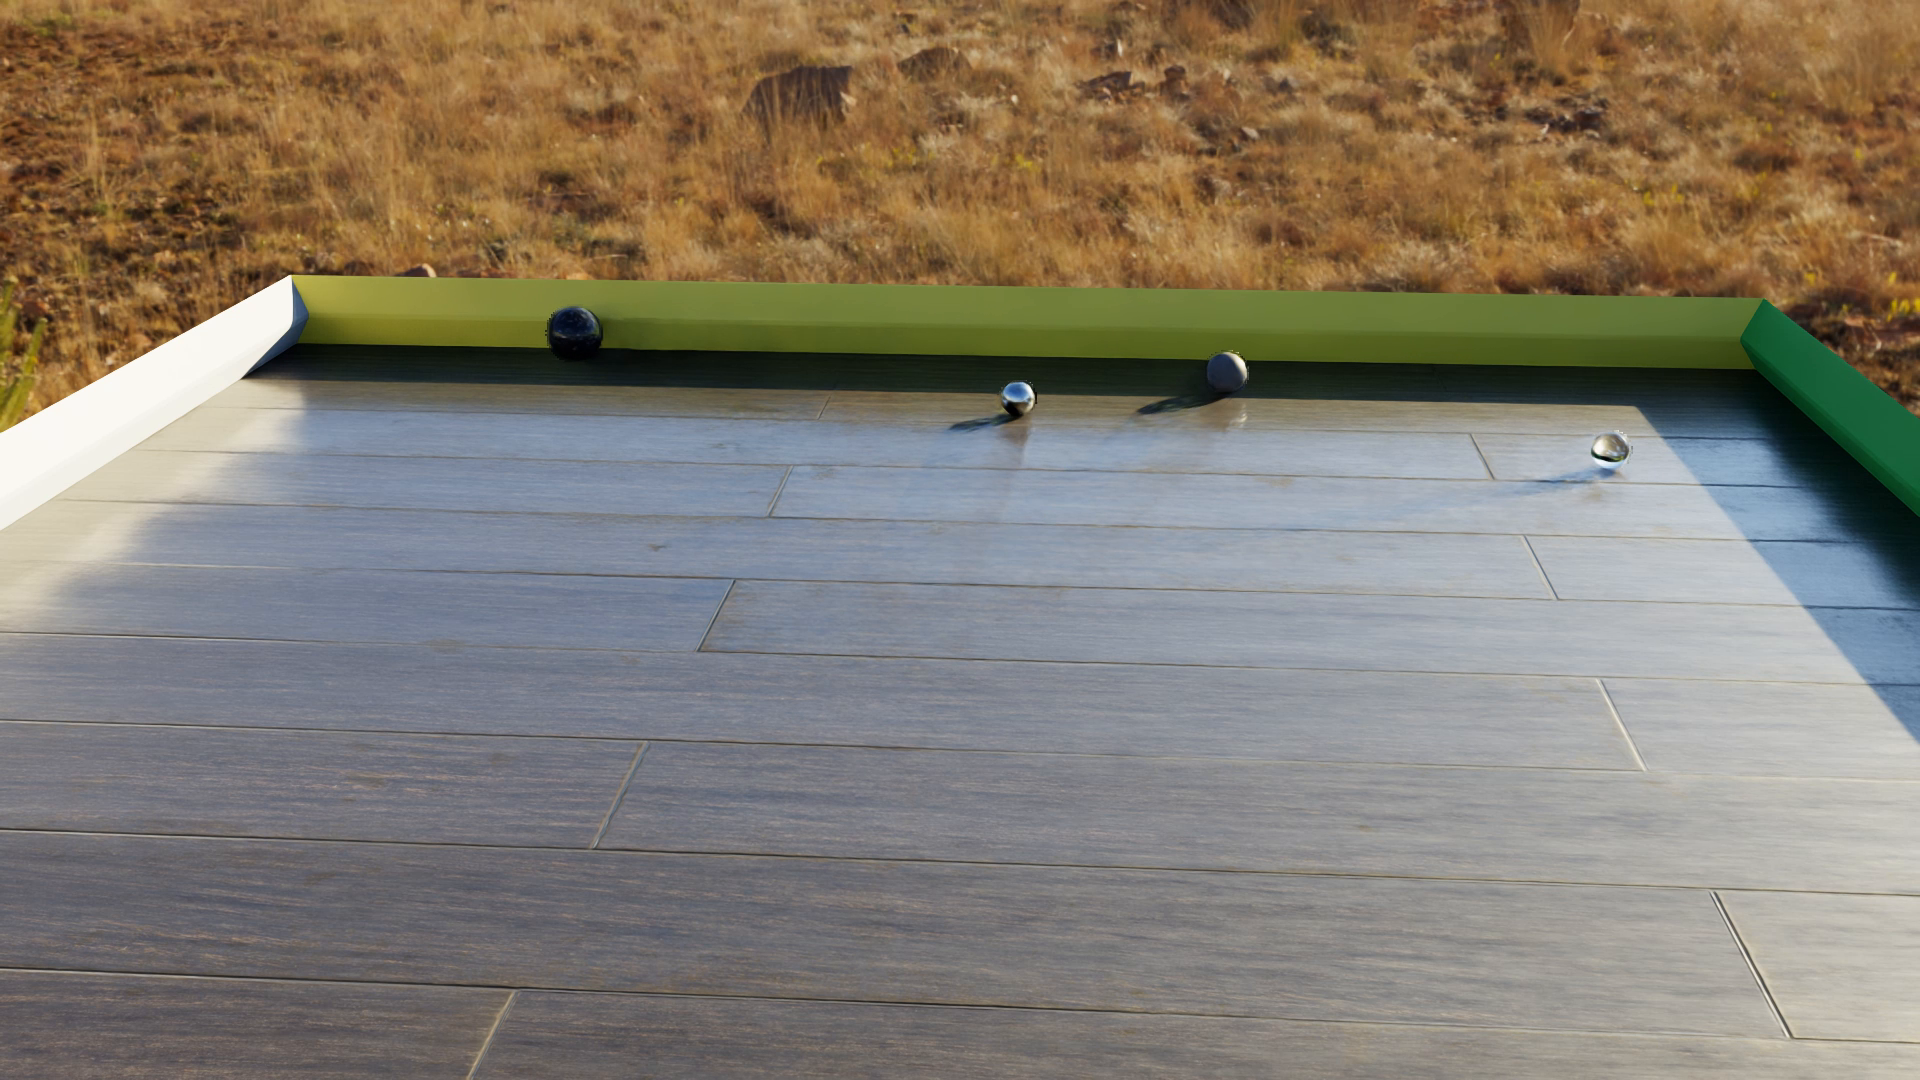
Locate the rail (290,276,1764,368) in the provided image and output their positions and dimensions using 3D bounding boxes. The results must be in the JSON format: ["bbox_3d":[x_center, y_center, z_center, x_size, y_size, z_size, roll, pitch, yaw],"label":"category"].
[{"bbox_3d":[0.083,-0.372,3.791,2.548,0.121,0.045,1,18,4],"label":"rail"}]

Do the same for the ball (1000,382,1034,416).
[{"bbox_3d":[0.090,-0.222,3.448,0.054,0.054,0.054,0,18,0],"label":"ball"}]

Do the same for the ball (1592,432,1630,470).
[{"bbox_3d":[0.936,-0.128,3.163,0.054,0.054,0.054,0,18,0],"label":"ball"}]

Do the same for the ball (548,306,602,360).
[{"bbox_3d":[-0.662,-0.355,3.785,0.093,0.093,0.093,0,18,0],"label":"ball"}]

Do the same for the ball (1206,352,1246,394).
[{"bbox_3d":[0.434,-0.272,3.579,0.066,0.066,0.066,0,18,0],"label":"ball"}]

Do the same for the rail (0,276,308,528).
[{"bbox_3d":[-1.332,0.288,1.799,0.045,0.121,4.449,1,18,4],"label":"rail"}]

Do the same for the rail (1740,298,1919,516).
[{"bbox_3d":[1.161,0.348,1.617,0.045,0.121,4.449,1,18,4],"label":"rail"}]
